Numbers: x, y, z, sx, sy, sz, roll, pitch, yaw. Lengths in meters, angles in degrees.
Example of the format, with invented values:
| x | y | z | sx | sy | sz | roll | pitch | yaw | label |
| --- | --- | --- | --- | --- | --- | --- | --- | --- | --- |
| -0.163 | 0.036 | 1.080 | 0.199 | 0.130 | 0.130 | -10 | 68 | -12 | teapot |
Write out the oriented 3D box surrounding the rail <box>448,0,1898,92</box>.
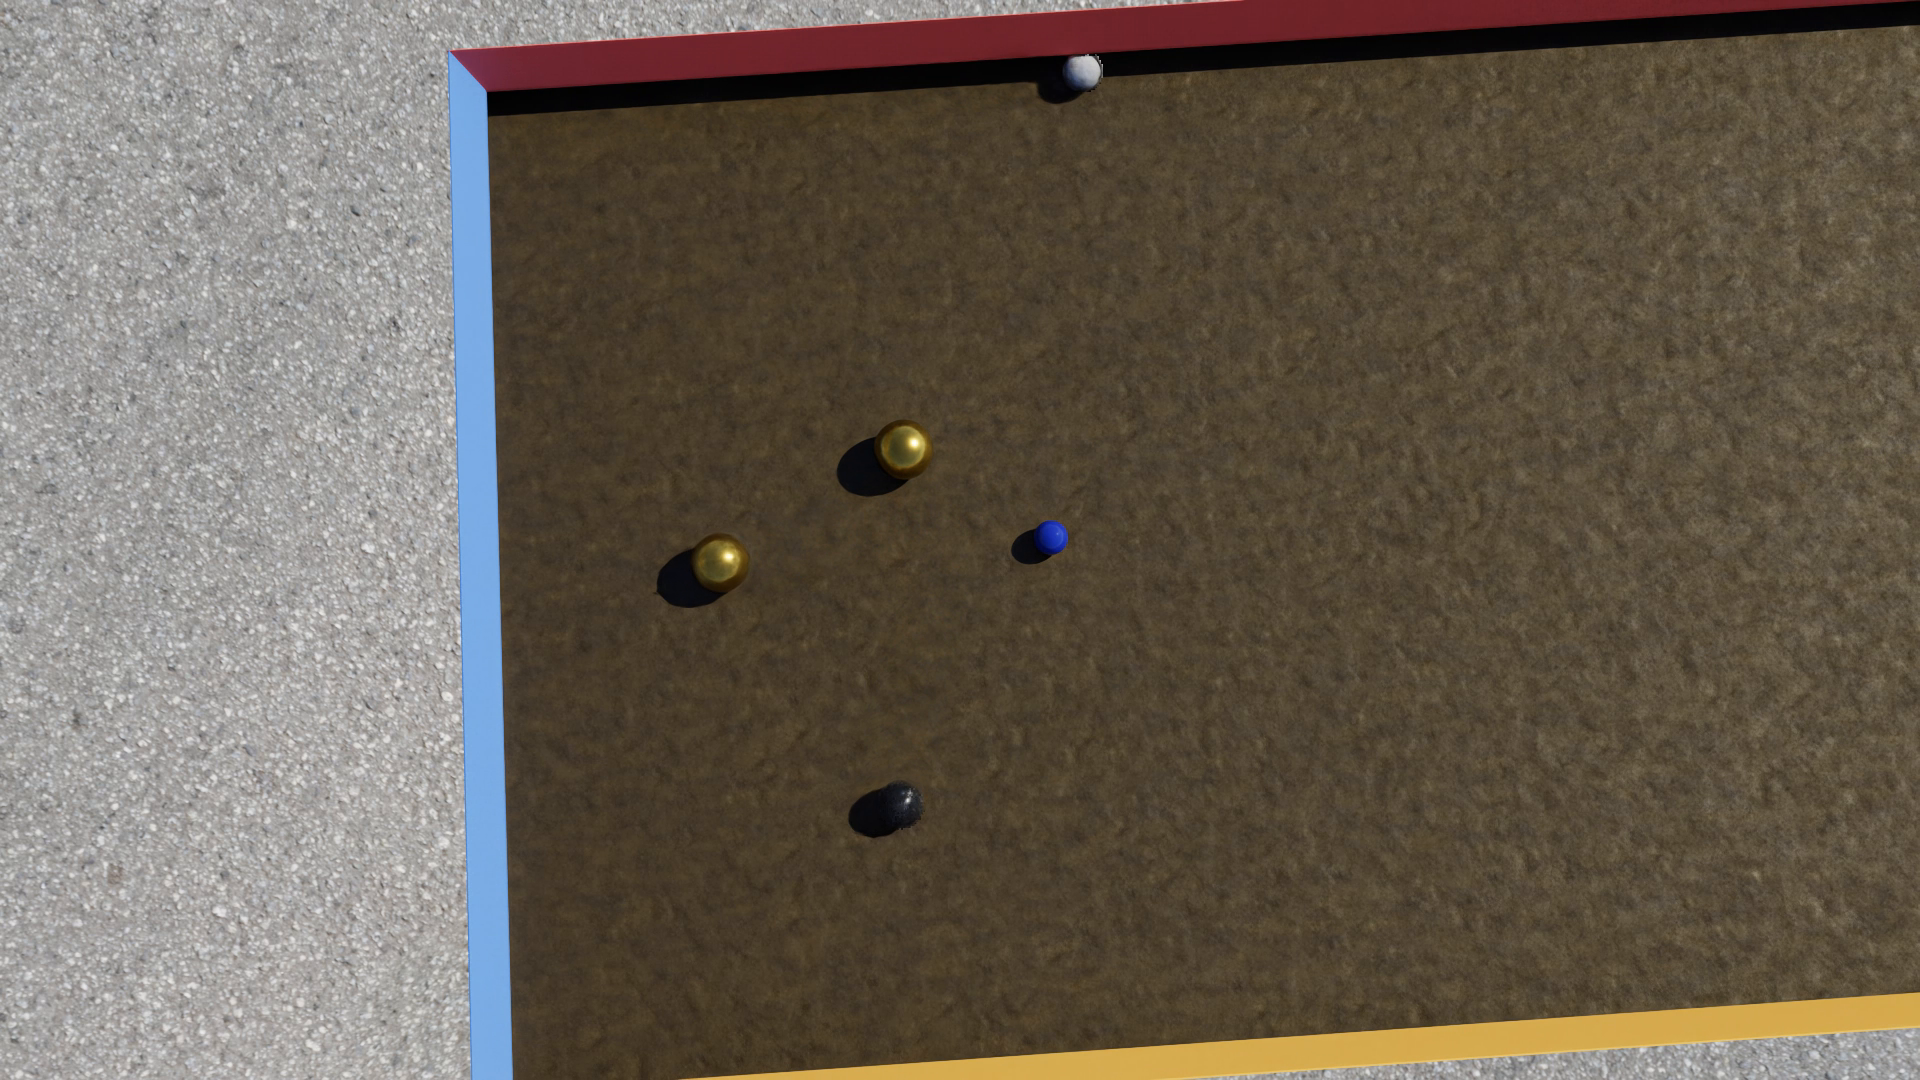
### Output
| x | y | z | sx | sy | sz | roll | pitch | yaw | label |
| --- | --- | --- | --- | --- | --- | --- | --- | --- | --- |
| 0.678 | -0.815 | 3.445 | 2.932 | 0.118 | 0.045 | -4 | 78 | -1 | rail |

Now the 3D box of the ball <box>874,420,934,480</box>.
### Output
| x | y | z | sx | sy | sz | roll | pitch | yaw | label |
| --- | --- | --- | --- | --- | --- | --- | --- | --- | --- |
| -0.085 | -0.137 | 3.320 | 0.091 | 0.091 | 0.091 | 0 | 78 | 0 | ball |

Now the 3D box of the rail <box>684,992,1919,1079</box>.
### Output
| x | y | z | sx | sy | sz | roll | pitch | yaw | label |
| --- | --- | --- | --- | --- | --- | --- | --- | --- | --- |
| 0.784 | 0.708 | 3.130 | 2.932 | 0.118 | 0.045 | -4 | 78 | -1 | rail |

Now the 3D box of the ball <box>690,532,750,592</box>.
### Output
| x | y | z | sx | sy | sz | roll | pitch | yaw | label |
| --- | --- | --- | --- | --- | --- | --- | --- | --- | --- |
| -0.358 | 0.034 | 3.285 | 0.089 | 0.089 | 0.089 | 0 | 78 | 0 | ball |

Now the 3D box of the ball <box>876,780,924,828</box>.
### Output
| x | y | z | sx | sy | sz | roll | pitch | yaw | label |
| --- | --- | --- | --- | --- | --- | --- | --- | --- | --- |
| -0.088 | 0.387 | 3.223 | 0.069 | 0.069 | 0.069 | 0 | 78 | 0 | ball |

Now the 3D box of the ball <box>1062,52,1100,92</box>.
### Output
| x | y | z | sx | sy | sz | roll | pitch | yaw | label |
| --- | --- | --- | --- | --- | --- | --- | --- | --- | --- |
| 0.191 | -0.737 | 3.459 | 0.060 | 0.060 | 0.060 | 0 | 78 | 0 | ball |

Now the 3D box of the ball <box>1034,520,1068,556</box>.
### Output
| x | y | z | sx | sy | sz | roll | pitch | yaw | label |
| --- | --- | --- | --- | --- | --- | --- | --- | --- | --- |
| 0.137 | -0.004 | 3.312 | 0.053 | 0.053 | 0.053 | 0 | 78 | 0 | ball |

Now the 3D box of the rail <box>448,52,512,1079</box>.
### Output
| x | y | z | sx | sy | sz | roll | pitch | yaw | label |
| --- | --- | --- | --- | --- | --- | --- | --- | --- | --- |
| -0.708 | 0.043 | 3.268 | 0.045 | 0.118 | 1.606 | -4 | 78 | -1 | rail |
